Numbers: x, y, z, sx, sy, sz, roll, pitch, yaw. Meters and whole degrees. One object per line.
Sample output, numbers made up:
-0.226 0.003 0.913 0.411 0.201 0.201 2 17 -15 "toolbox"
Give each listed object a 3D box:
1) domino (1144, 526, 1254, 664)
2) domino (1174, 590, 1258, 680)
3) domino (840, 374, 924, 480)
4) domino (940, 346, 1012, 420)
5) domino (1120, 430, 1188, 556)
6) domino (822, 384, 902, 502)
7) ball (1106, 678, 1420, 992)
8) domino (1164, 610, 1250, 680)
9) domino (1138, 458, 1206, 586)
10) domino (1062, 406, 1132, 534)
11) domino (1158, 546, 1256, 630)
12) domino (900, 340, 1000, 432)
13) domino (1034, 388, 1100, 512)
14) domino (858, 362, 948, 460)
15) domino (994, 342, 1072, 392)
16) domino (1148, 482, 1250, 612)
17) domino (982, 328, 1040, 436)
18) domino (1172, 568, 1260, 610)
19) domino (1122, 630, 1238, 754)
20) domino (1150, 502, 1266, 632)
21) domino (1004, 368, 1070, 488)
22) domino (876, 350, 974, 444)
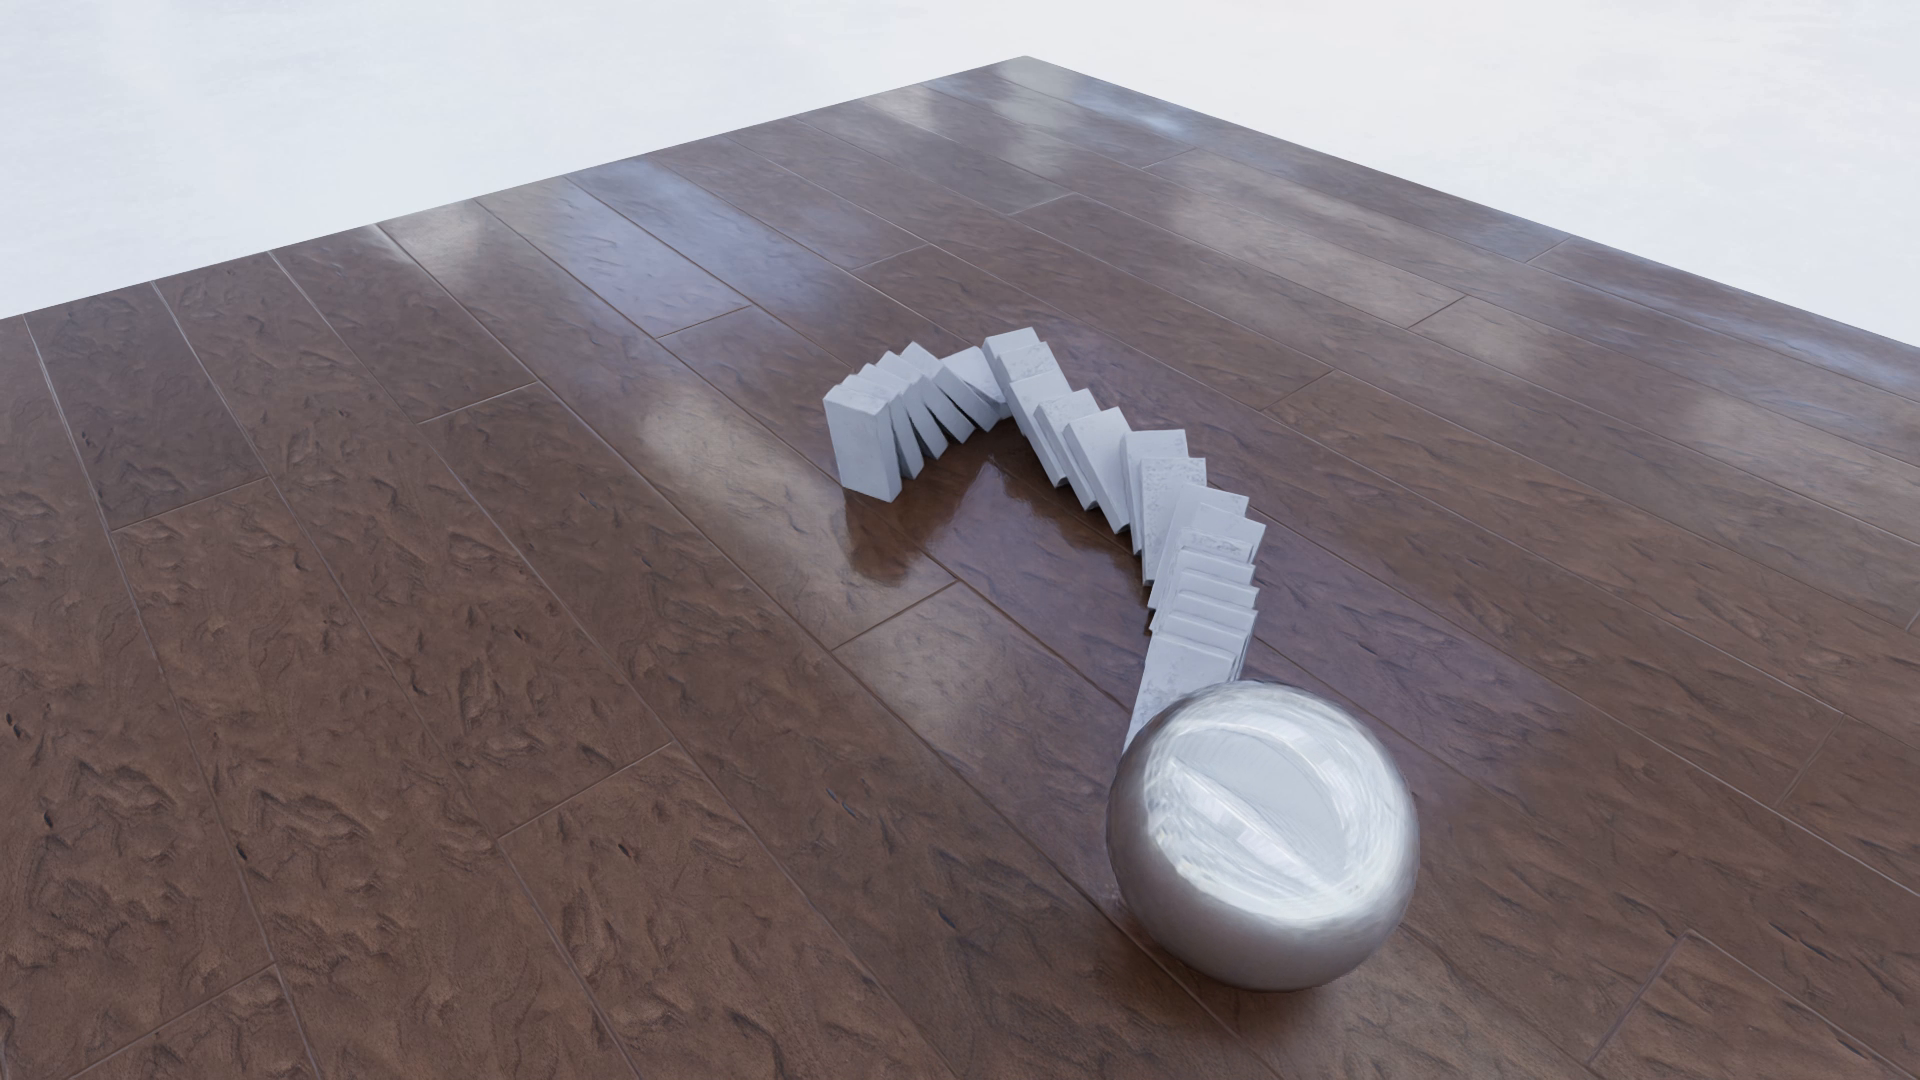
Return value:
0.084 0.023 0.385 0.025 0.050 0.010 16 12 19 "domino"
0.078 0.044 0.359 0.025 0.050 0.010 17 12 19 "domino"
-0.033 -0.048 0.470 0.025 0.050 0.010 22 64 24 "domino"
0.013 -0.077 0.538 0.025 0.010 0.050 -26 46 -29 "domino"
0.081 -0.019 0.446 0.025 0.010 0.050 -3 73 -5 "domino"
-0.040 -0.040 0.459 0.025 0.050 0.010 20 53 22 "domino"
0.079 0.077 0.293 0.080 0.080 0.080 0 39 0 "ball"
0.073 0.050 0.352 0.025 0.050 0.009 17 12 19 "domino"
0.084 -0.007 0.432 0.025 0.010 0.050 1 73 1 "domino"
0.066 -0.030 0.461 0.025 0.010 0.050 -19 73 -22 "domino"
0.082 0.030 0.377 0.025 0.050 0.010 16 12 19 "domino"
-0.004 -0.069 0.500 0.009 0.050 0.025 -50 51 3 "domino"
0.054 -0.039 0.474 0.025 0.009 0.050 -19 72 -22 "domino"
-0.025 -0.056 0.481 0.025 0.050 0.010 28 76 30 "domino"
0.038 -0.065 0.503 0.025 0.010 0.050 -18 71 -20 "domino"
0.090 0.006 0.414 0.025 0.009 0.050 15 80 17 "domino"
0.032 -0.075 0.517 0.025 0.010 0.050 -17 70 -20 "domino"
0.081 0.037 0.368 0.025 0.050 0.010 16 12 19 "domino"
0.067 0.056 0.344 0.025 0.050 0.009 17 12 19 "domino"
0.090 0.014 0.400 0.025 0.009 0.050 21 85 18 "domino"
0.043 -0.050 0.486 0.025 0.010 0.050 -20 71 -21 "domino"
-0.015 -0.063 0.492 0.025 0.050 0.009 37 88 36 "domino"
